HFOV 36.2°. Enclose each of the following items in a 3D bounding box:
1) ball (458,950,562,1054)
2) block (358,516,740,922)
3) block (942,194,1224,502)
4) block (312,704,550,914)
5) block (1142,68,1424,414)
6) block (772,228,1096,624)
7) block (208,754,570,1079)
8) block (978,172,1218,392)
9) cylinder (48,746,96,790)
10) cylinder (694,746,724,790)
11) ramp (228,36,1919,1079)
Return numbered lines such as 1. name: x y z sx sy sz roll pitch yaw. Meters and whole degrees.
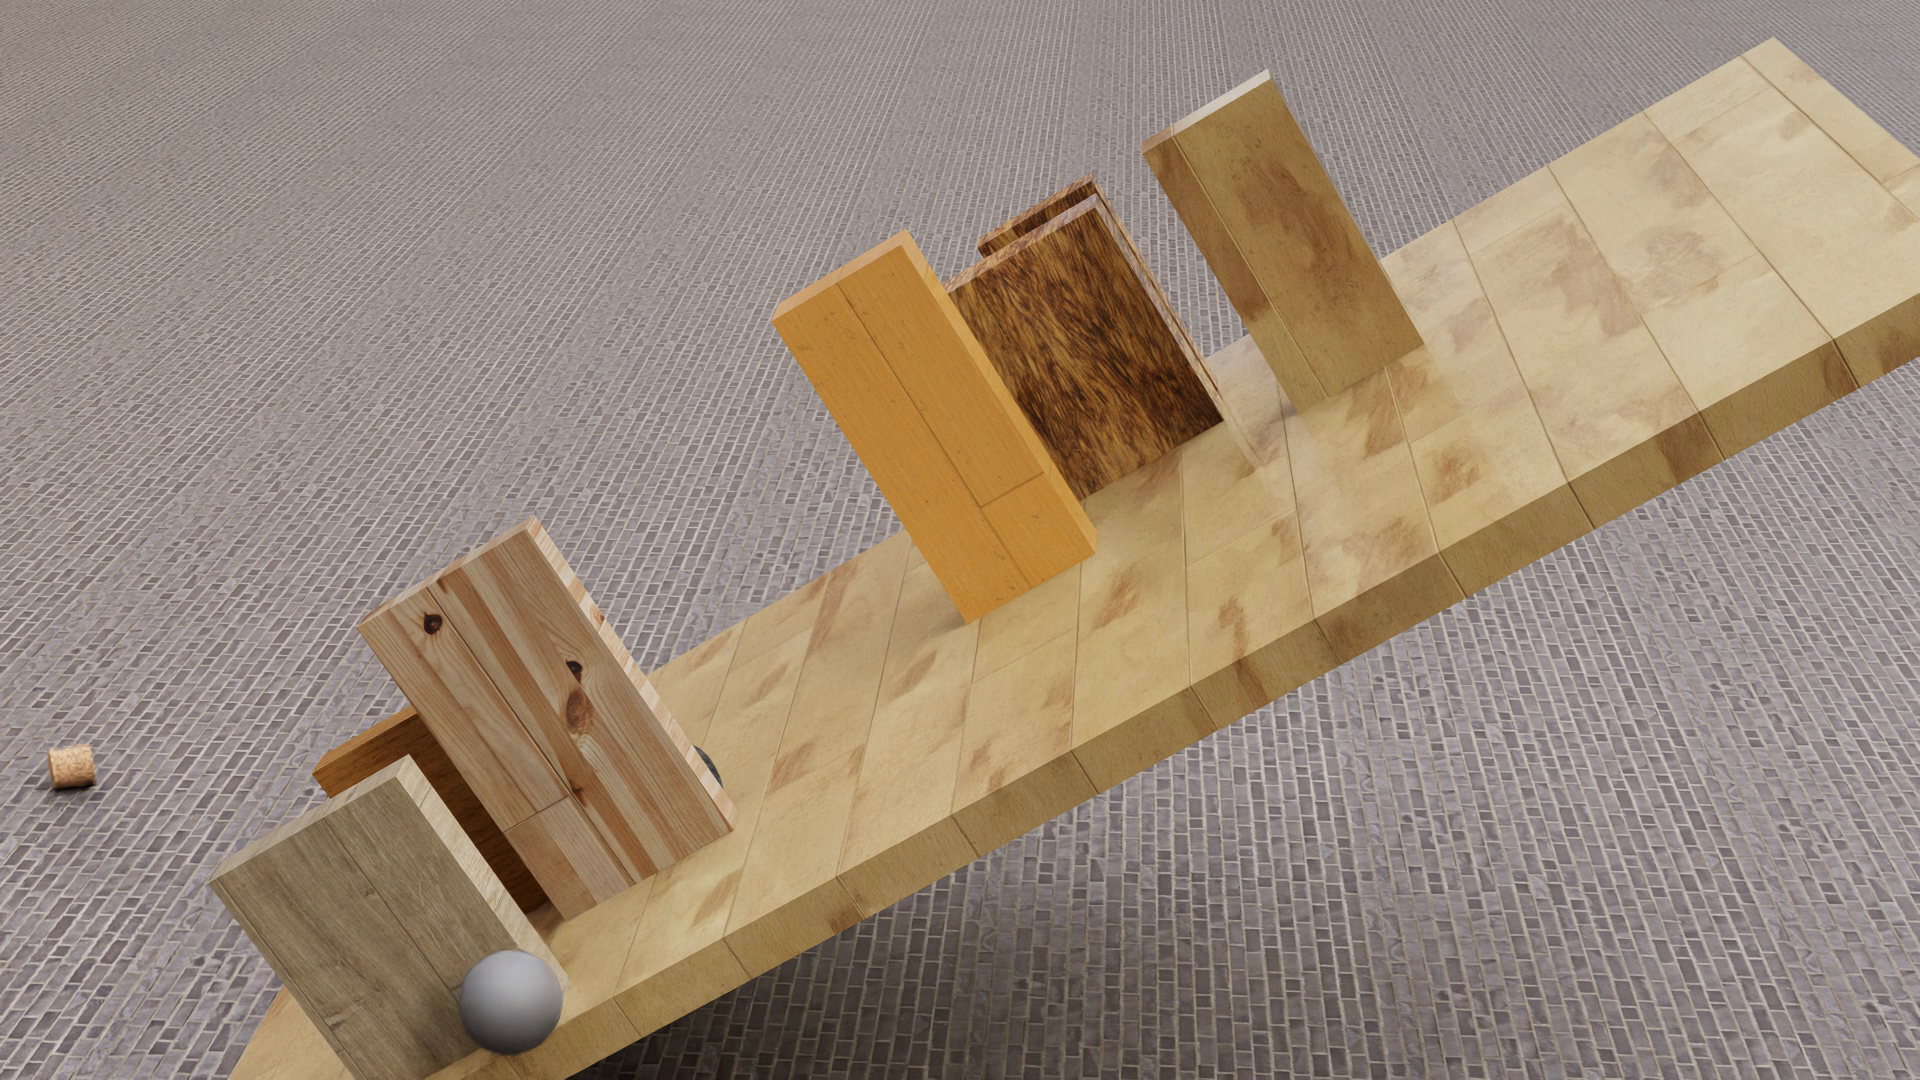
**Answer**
1. ball: -0.842 0.865 5.511 0.194 0.194 0.194 0 19 0
2. block: -0.831 0.369 5.968 0.415 0.754 0.084 -29 15 13
3. block: 0.267 -0.419 6.607 0.422 0.564 0.142 -29 15 13
4. block: -1.080 0.594 6.262 0.357 0.500 0.096 -29 15 13
5. block: 0.685 -0.629 6.233 0.306 0.658 0.117 -29 15 13
6. block: -0.048 -0.237 6.243 0.319 0.781 0.145 -29 15 13
7. block: -1.095 0.756 5.669 0.443 0.554 0.104 -29 15 13
8. block: 0.321 -0.522 6.803 0.303 0.575 0.095 -29 15 13
9. cylinder: -2.449 0.629 8.110 0.108 0.108 0.108 -8 21 -22
10. cylinder: -0.605 0.531 6.155 0.159 0.159 0.159 -26 9 23
11. ramp: 0.141 0.169 6.289 4.000 0.100 2.000 -29 15 13
